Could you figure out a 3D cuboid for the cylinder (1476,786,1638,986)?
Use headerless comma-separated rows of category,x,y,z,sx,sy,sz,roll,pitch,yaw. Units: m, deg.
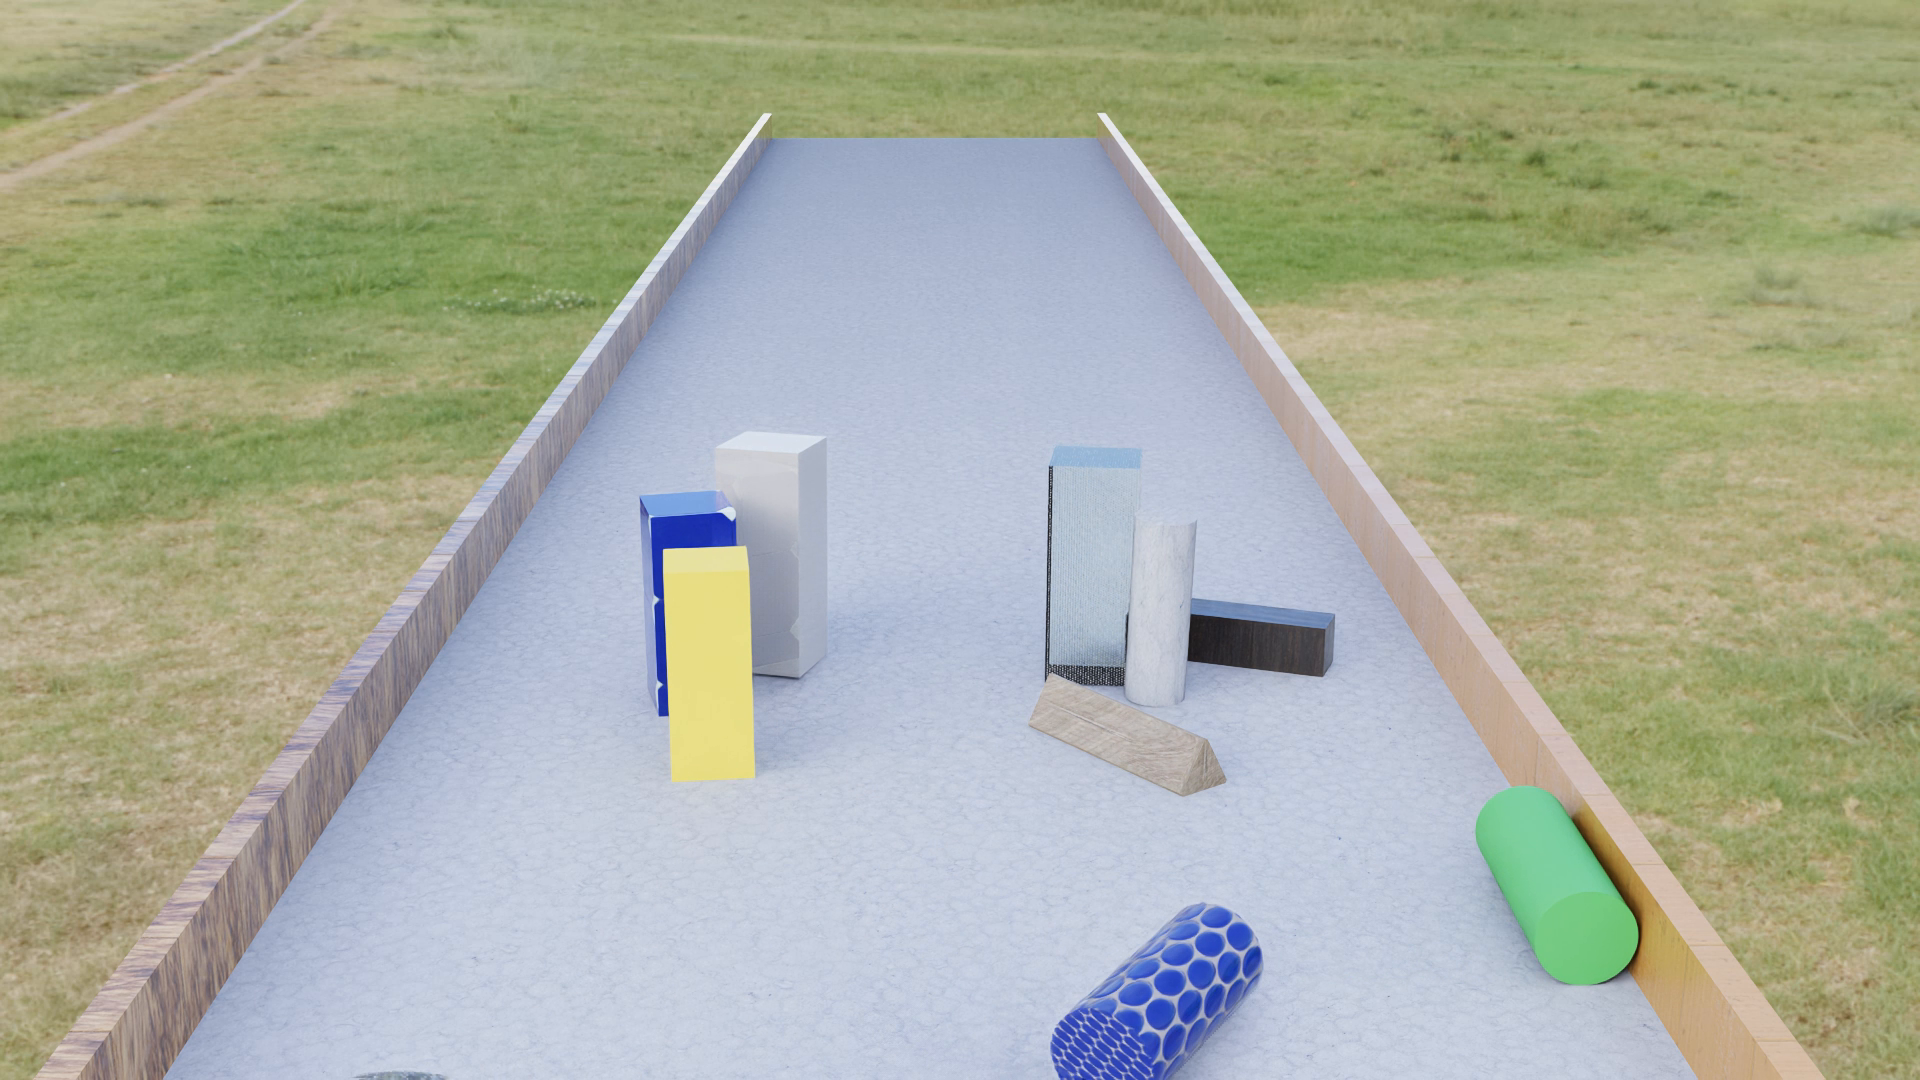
cylinder,0.880,0.506,3.269,0.146,0.146,0.377,0,17,0

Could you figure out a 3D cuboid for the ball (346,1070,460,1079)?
ball,-0.567,0.714,2.198,0.358,0.358,0.358,0,17,0

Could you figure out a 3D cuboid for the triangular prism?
triangular prism,0.294,0.337,3.926,0.105,0.091,0.415,-12,21,-36

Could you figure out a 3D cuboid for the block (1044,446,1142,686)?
block,0.262,0.049,4.294,0.172,0.433,0.172,2,15,6

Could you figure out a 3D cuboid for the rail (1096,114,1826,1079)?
rail,0.932,-0.844,7.801,0.050,0.150,12.000,0,17,-1

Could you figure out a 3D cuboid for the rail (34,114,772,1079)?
rail,-1.118,-0.838,7.780,0.050,0.150,12.000,0,17,-1

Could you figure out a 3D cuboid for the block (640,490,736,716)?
block,-0.509,0.118,4.151,0.157,0.388,0.157,-4,17,-15

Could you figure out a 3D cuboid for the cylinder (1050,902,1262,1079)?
cylinder,0.266,0.614,2.909,0.145,0.145,0.345,10,19,29

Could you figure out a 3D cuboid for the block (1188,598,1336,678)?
block,0.542,0.188,4.417,0.403,0.100,0.100,6,18,19

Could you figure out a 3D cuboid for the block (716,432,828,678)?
block,-0.370,0.026,4.343,0.169,0.447,0.169,5,15,15

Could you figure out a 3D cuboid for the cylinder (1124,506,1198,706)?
cylinder,0.379,0.126,4.160,0.117,0.361,0.117,2,18,-1

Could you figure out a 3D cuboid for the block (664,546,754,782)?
block,-0.438,0.216,3.837,0.144,0.379,0.144,-2,17,-7
